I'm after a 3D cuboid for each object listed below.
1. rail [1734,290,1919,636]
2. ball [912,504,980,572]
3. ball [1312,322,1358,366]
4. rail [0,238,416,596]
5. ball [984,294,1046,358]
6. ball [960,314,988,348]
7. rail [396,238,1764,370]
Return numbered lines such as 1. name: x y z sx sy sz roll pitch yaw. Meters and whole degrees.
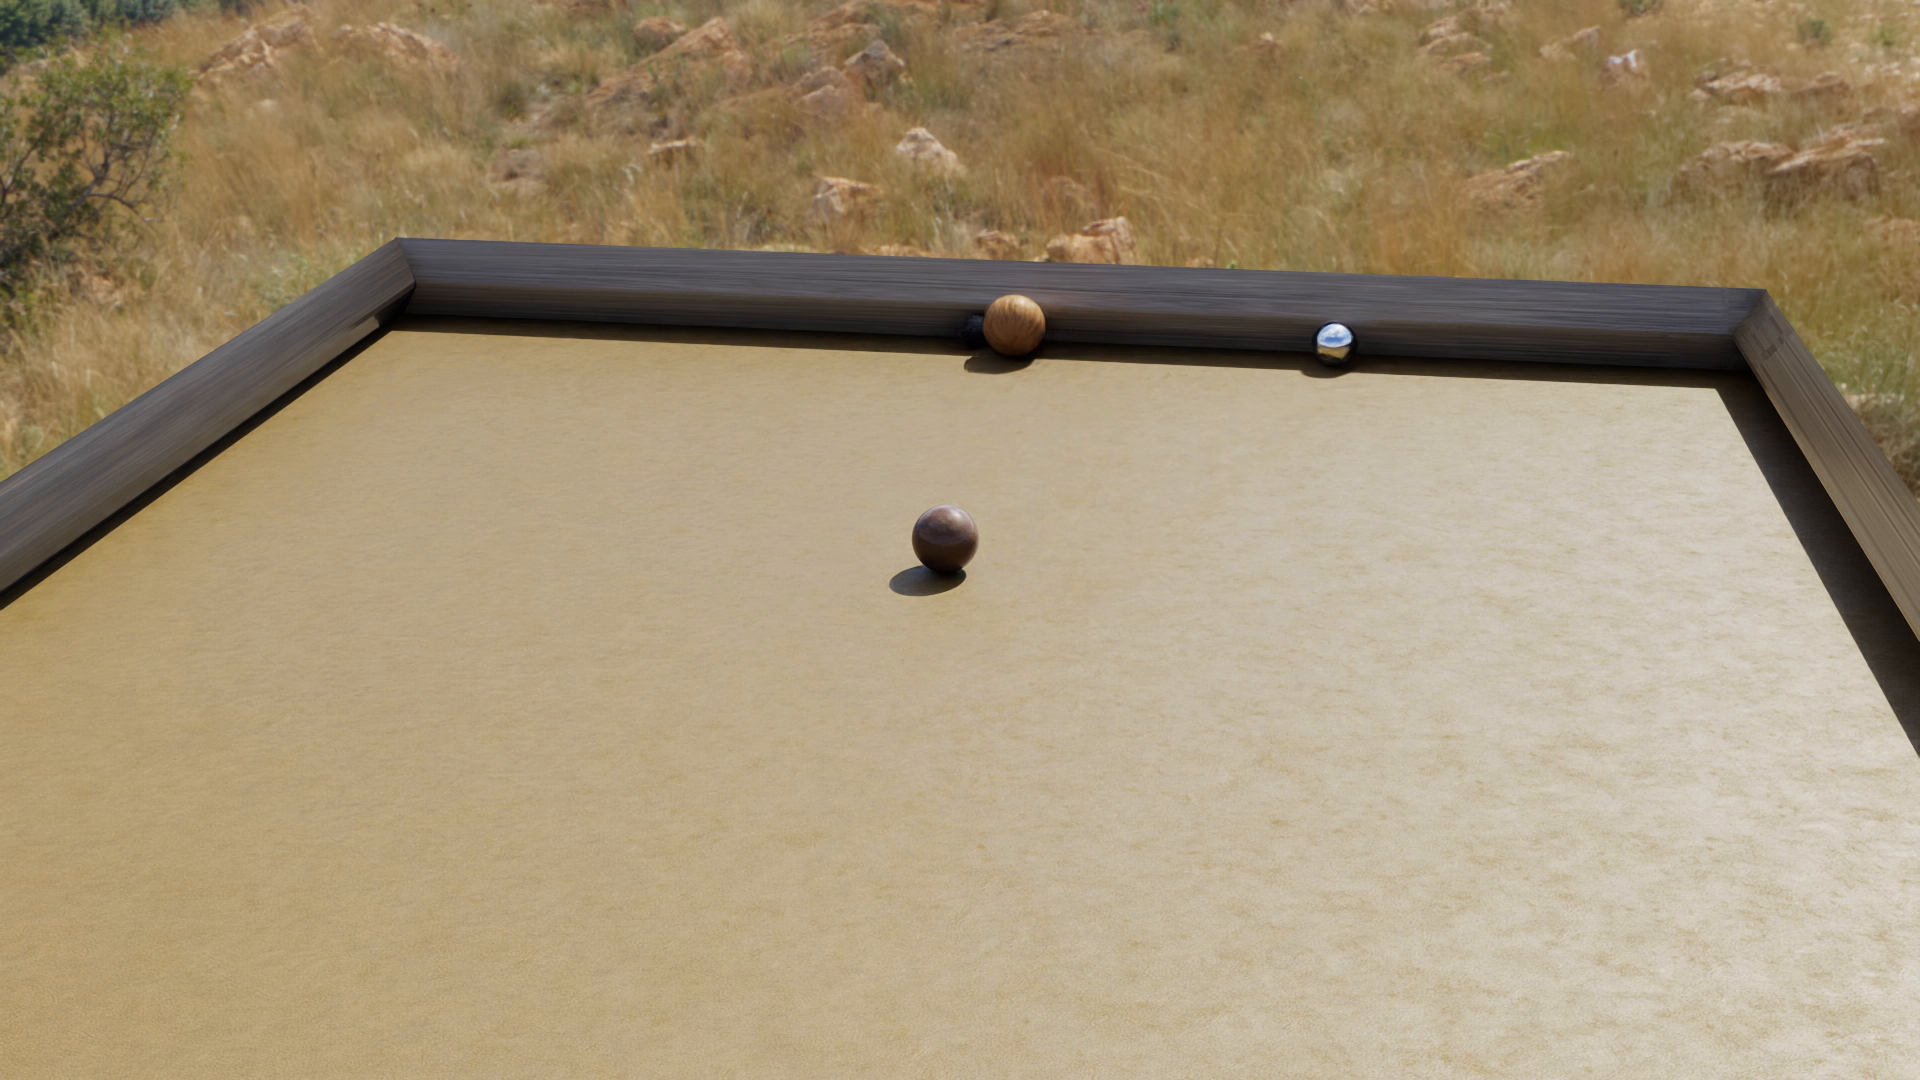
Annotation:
1. rail: 0.864 0.364 1.505 0.045 0.121 3.677 3 22 8
2. ball: -0.016 -0.001 2.487 0.077 0.077 0.077 0 22 0
3. ball: 0.549 -0.287 3.224 0.066 0.066 0.066 0 22 0
4. rail: -1.139 0.252 1.787 0.045 0.121 3.677 3 22 8
5. ball: 0.081 -0.318 3.263 0.093 0.093 0.093 0 22 0
6. ball: 0.024 -0.314 3.314 0.049 0.049 0.049 0 22 0
7. rail: 0.134 -0.354 3.314 2.073 0.121 0.045 3 22 8
